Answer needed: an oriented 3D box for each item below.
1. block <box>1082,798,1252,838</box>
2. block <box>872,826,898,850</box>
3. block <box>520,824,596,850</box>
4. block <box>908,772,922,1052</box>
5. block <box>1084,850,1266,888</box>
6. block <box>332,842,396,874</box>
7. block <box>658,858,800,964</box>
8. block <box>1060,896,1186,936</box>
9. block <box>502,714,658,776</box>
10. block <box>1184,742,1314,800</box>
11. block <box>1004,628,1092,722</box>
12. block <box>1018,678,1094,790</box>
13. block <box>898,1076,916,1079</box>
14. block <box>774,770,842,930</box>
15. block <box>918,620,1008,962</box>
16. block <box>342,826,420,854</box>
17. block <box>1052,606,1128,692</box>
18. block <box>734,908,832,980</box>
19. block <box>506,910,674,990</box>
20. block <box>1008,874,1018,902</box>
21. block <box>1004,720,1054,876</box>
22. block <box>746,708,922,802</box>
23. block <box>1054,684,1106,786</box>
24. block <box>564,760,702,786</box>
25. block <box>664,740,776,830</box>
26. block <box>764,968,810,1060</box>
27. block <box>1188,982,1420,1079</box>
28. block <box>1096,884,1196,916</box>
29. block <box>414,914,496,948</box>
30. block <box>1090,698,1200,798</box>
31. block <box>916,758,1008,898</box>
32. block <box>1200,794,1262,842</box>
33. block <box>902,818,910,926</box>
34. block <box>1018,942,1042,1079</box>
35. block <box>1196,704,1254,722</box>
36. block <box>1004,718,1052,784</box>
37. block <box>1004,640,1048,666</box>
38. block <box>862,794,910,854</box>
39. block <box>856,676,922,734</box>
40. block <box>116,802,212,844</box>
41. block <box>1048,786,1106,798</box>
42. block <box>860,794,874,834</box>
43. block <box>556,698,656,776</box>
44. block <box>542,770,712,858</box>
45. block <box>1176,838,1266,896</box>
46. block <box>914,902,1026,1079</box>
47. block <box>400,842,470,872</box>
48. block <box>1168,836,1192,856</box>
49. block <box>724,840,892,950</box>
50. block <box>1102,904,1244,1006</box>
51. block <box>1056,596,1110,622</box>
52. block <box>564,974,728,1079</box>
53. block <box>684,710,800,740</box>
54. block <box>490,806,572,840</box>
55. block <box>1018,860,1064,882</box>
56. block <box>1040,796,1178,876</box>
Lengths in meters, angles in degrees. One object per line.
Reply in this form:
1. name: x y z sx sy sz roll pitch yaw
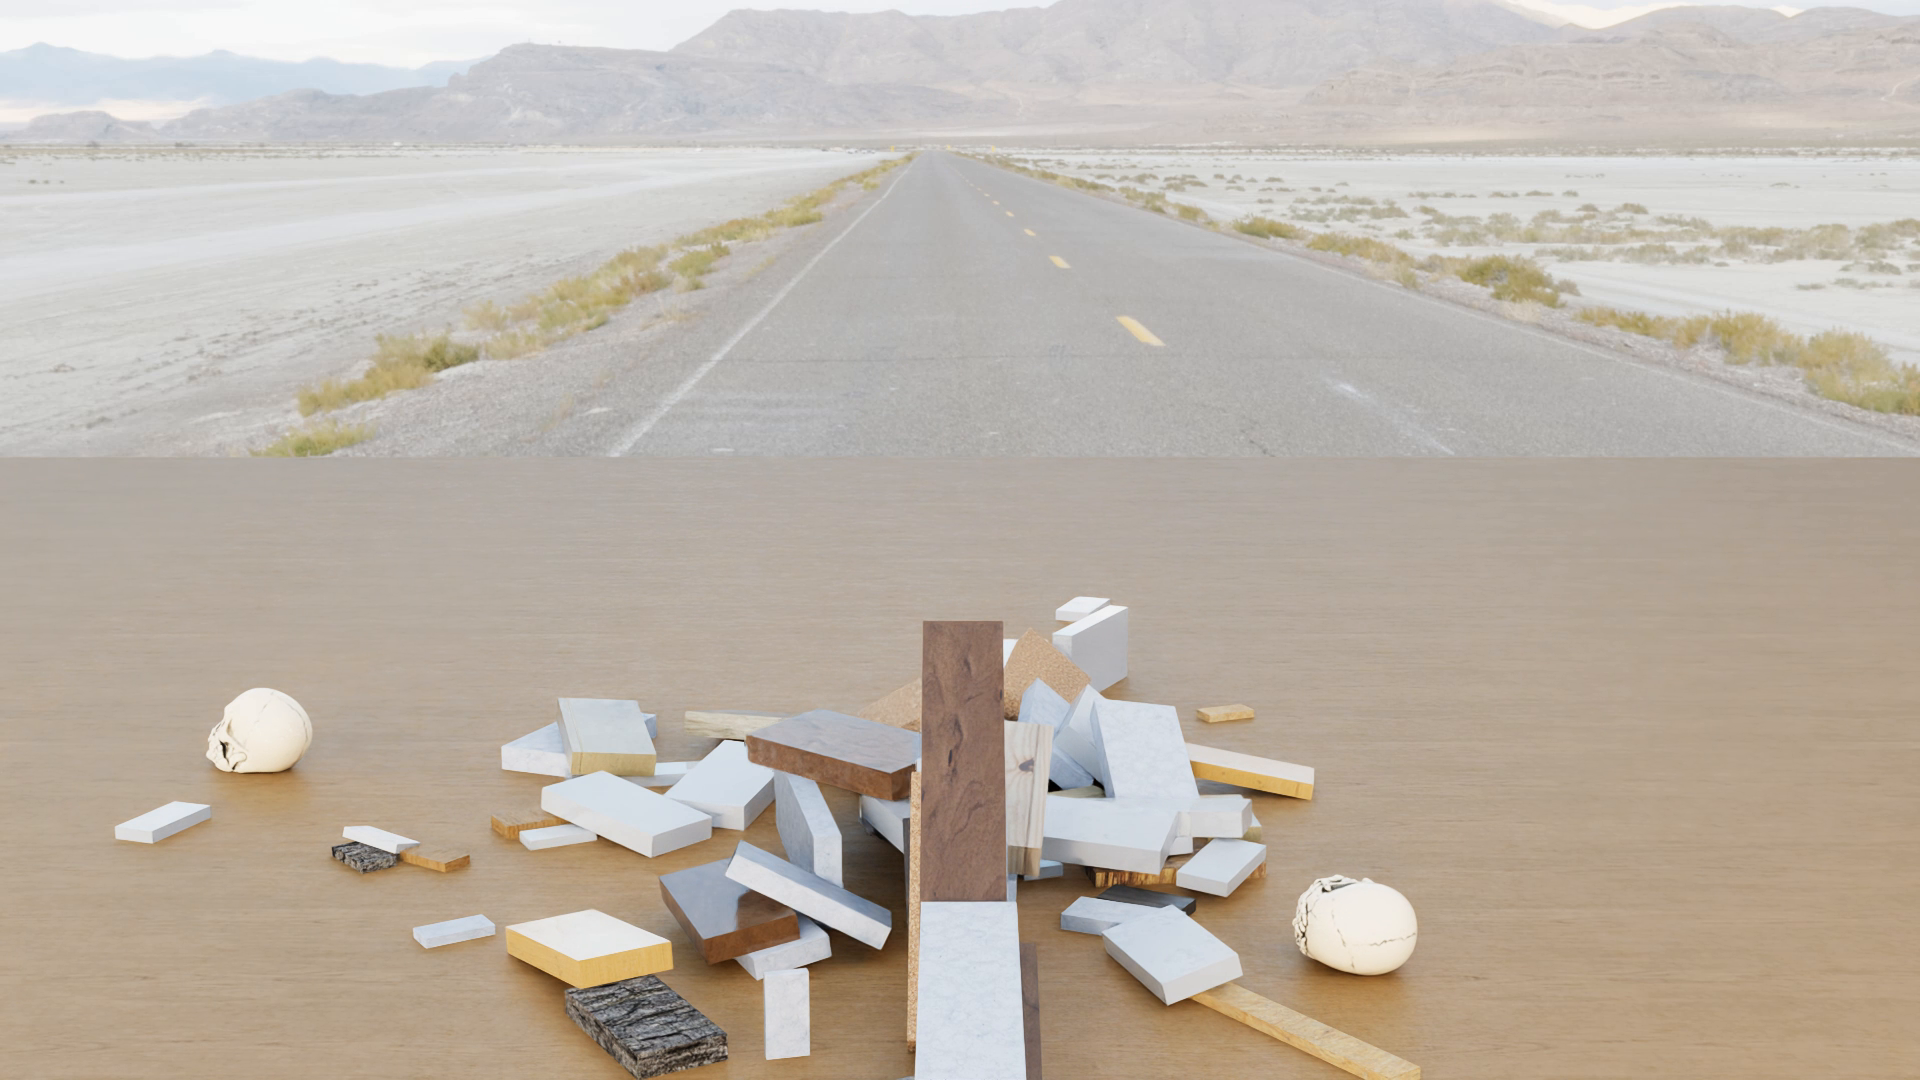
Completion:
1. block: 0.350 0.488 3.873 0.310 0.044 0.155 -1 1 14
2. block: -0.061 0.496 3.710 0.113 0.032 0.227 -3 4 -18
3. block: -0.720 0.530 3.942 0.123 0.017 0.062 -5 12 -27
4. block: -0.005 0.525 3.144 0.135 0.038 0.420 0 55 0
5. block: 0.367 0.559 3.765 0.298 0.025 0.090 -2 11 -10
6. block: -1.039 0.551 3.830 0.062 0.017 0.123 -9 14 -39
7. block: -0.364 0.574 3.438 0.146 0.041 0.292 -13 15 -18
8. block: 0.260 0.607 3.508 0.179 0.025 0.090 5 12 24
9. block: -0.775 0.412 4.501 0.165 0.047 0.329 4 11 22
10. block: 0.499 0.436 4.255 0.368 0.031 0.110 11 12 7
11. block: 0.170 0.316 4.611 0.175 0.049 0.349 40 21 -3
12. block: 0.190 0.387 4.318 0.162 0.046 0.323 40 14 -5
13. block: -0.040 0.722 2.625 0.142 0.040 0.284 -6 12 -29
14. block: -0.262 0.495 3.752 0.044 0.155 0.542 -3 11 -11
15. block: 0.005 0.420 3.174 0.123 0.035 0.704 0 55 0
16. block: -1.020 0.529 3.880 0.123 0.017 0.062 12 1 27
17. block: 0.297 0.262 4.984 0.047 0.165 0.329 5 12 26
18. block: -0.305 0.609 3.422 0.123 0.035 0.246 -14 15 -23
19. block: -0.563 0.614 3.318 0.146 0.041 0.292 -7 5 -32
20. block: 0.027 0.518 3.410 0.123 0.035 0.247 1 4 2
21. block: 0.048 0.399 3.484 0.179 0.051 0.358 6 27 3
22. block: -0.184 0.371 3.824 0.358 0.051 0.179 9 18 42
23. block: 0.281 0.393 4.348 0.162 0.046 0.323 41 14 1
24. block: -0.533 0.457 4.320 0.479 0.023 0.081 -2 11 -10
25. block: -0.428 0.461 4.165 0.161 0.046 0.322 5 15 15
26. block: -0.238 0.650 3.016 0.060 0.121 0.017 -3 11 -14
27. block: 0.467 0.687 3.101 0.060 0.017 0.426 -8 13 -36
28. block: 0.304 0.594 3.590 0.146 0.021 0.073 6 12 29
29. block: -0.799 0.618 3.475 0.113 0.016 0.057 -7 13 -32
30. block: 0.346 0.415 4.139 0.161 0.046 0.322 6 29 -8
31. block: 0.003 0.455 3.289 0.135 0.269 0.038 0 -34 -1
32. block: 0.485 0.509 4.030 0.097 0.027 0.193 -1 11 -4
33. block: -0.010 0.529 3.188 0.135 0.038 0.269 -3 55 -2
34. block: 0.034 0.651 2.908 0.142 0.040 0.284 0 36 0
35. block: 0.577 0.376 4.778 0.112 0.016 0.056 -5 11 -23
36. block: 0.079 0.385 4.391 0.162 0.046 0.378 40 2 -14
37. block: 0.116 0.302 5.090 0.165 0.047 0.439 1 11 3
38. block: -0.036 0.459 3.629 0.179 0.051 0.381 -3 4 -14
39. block: -0.125 0.349 4.146 0.175 0.049 0.424 -29 6 7
40. block: -1.453 0.514 4.013 0.081 0.023 0.161 4 11 19
41. block: 0.181 0.499 4.069 0.226 0.032 0.113 -5 12 -27
42. block: -0.126 0.451 4.007 0.113 0.032 0.344 -29 7 1
43. block: -0.708 0.390 4.380 0.161 0.046 0.322 3 14 -16
44. block: -0.605 0.494 3.983 0.292 0.041 0.146 16 18 36
45. block: 0.441 0.548 3.701 0.090 0.025 0.179 9 17 27
46. block: 0.013 0.665 2.606 0.132 0.037 0.938 0 18 0
47. block: -0.914 0.552 3.827 0.113 0.016 0.057 7 13 34
48. block: 0.315 0.525 3.848 0.097 0.027 0.194 -2 1 -26
49. block: -0.234 0.550 3.418 0.265 0.037 0.132 26 0 -3
50. block: 0.315 0.620 3.303 0.123 0.035 0.246 -18 13 -14
51. block: 0.325 0.182 5.792 0.092 0.026 0.184 4 11 20
52. block: -0.443 0.679 3.087 0.132 0.037 0.265 -6 12 -31
53. block: -0.368 0.383 4.499 0.349 0.049 0.175 2 -2 26
54. block: -0.764 0.512 4.026 0.167 0.024 0.083 -6 12 -31
55. block: 0.115 0.554 3.806 0.073 0.021 0.146 -4 11 -22
56. block: 0.202 0.494 3.731 0.310 0.044 0.155 5 20 15
